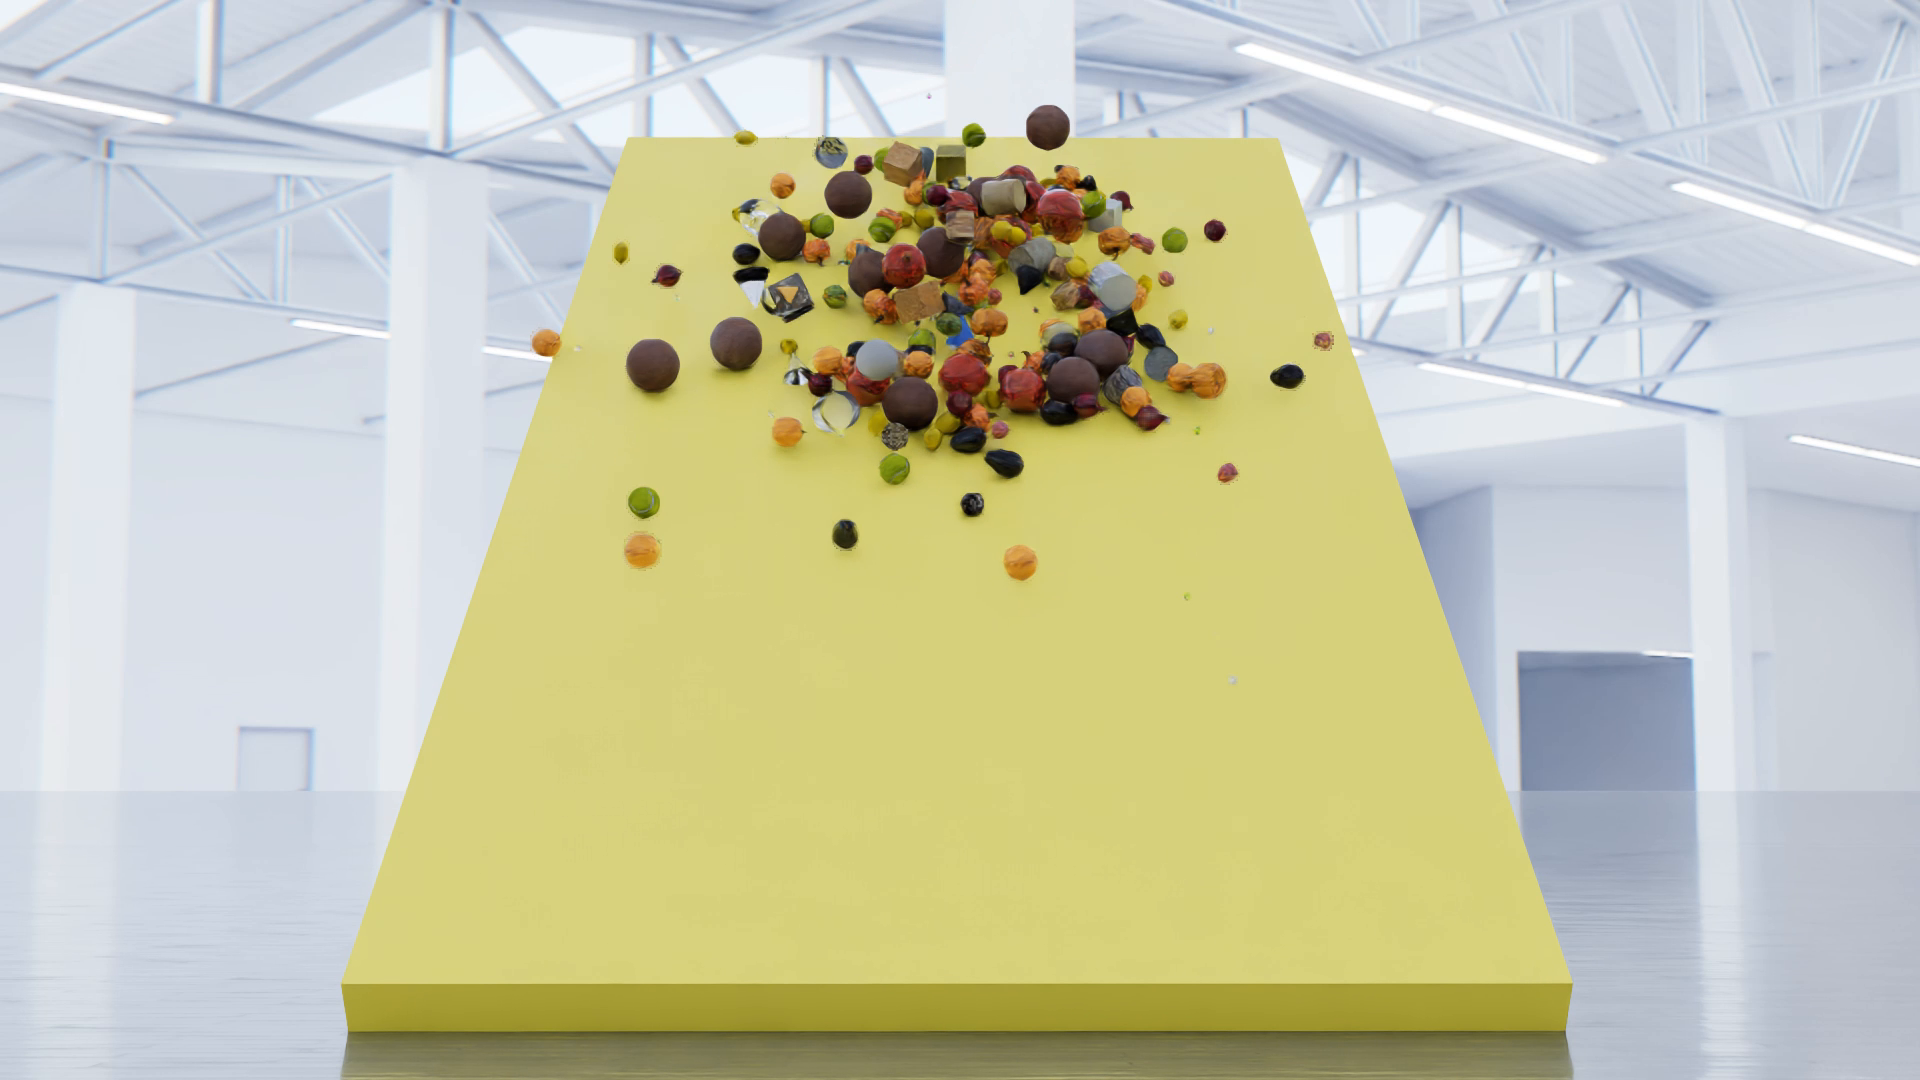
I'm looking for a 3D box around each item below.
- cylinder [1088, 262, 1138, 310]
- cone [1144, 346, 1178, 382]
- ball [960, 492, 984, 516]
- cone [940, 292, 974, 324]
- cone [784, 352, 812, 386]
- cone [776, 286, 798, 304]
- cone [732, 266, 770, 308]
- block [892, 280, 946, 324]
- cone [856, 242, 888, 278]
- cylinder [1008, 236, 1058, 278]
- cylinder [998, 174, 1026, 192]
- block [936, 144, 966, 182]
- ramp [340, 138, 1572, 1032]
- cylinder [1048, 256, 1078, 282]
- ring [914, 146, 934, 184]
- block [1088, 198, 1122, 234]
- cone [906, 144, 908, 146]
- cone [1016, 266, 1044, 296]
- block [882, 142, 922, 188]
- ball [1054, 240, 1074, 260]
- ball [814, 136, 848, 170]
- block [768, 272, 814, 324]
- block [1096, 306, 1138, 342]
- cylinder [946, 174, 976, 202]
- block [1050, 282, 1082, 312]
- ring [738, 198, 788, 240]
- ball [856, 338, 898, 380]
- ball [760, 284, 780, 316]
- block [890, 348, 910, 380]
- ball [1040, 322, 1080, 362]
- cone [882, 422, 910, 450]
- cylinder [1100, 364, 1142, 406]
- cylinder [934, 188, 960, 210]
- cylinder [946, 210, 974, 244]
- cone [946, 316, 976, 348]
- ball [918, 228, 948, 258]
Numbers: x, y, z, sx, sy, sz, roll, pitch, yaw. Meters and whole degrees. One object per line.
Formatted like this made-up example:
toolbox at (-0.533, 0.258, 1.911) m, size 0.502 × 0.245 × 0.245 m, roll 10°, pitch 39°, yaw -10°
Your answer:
cylinder at (0.367, -0.610, 5.775) m, size 0.092 × 0.092 × 0.092 m, roll 2°, pitch 24°, yaw -18°
cone at (0.483, -0.435, 5.900) m, size 0.087 × 0.087 × 0.087 m, roll 1°, pitch 8°, yaw -11°
ball at (0.028, -0.079, 5.275) m, size 0.052 × 0.052 × 0.052 m, roll 0°, pitch -6°, yaw 0°
cone at (-0.001, -0.589, 6.130) m, size 0.083 × 0.083 × 0.083 m, roll 3°, pitch -6°, yaw -16°
cone at (-0.399, -0.425, 5.836) m, size 0.072 × 0.072 × 0.072 m, roll -10°, pitch -30°, yaw -6°
cone at (-0.431, -0.614, 5.933) m, size 0.050 × 0.050 × 0.050 m, roll 25°, pitch -10°, yaw -8°
cone at (-0.512, -0.616, 5.959) m, size 0.096 × 0.096 × 0.096 m, roll -9°, pitch -10°, yaw -2°
block at (-0.103, -0.602, 6.073) m, size 0.082 × 0.082 × 0.082 m, roll -10°, pitch 11°, yaw 40°
cone at (-0.255, -0.765, 6.423) m, size 0.088 × 0.088 × 0.088 m, roll -5°, pitch -47°, yaw 43°
cylinder at (0.195, -0.754, 6.436) m, size 0.093 × 0.093 × 0.093 m, roll -6°, pitch 17°, yaw 46°
cylinder at (0.140, -0.952, 6.567) m, size 0.076 × 0.076 × 0.076 m, roll 2°, pitch -7°, yaw 0°
block at (-0.026, -1.107, 7.069) m, size 0.084 × 0.084 × 0.084 m, roll 1°, pitch 33°, yaw 1°
ramp at (-0.012, -0.215, 5.672) m, size 2.000 × 0.100 × 4.000 m, roll 0°, pitch 29°, yaw 0°
cylinder at (0.275, -0.722, 6.412) m, size 0.063 × 0.063 × 0.063 m, roll 15°, pitch 1°, yaw 24°
ring at (-0.111, -1.095, 7.030) m, size 0.038 × 0.115 × 0.115 m, roll 19°, pitch -11°, yaw -17°
block at (0.407, -0.907, 6.731) m, size 0.074 × 0.074 × 0.074 m, roll 11°, pitch 31°, yaw 18°
cone at (-0.151, -1.120, 7.133) m, size 0.075 × 0.075 × 0.075 m, roll 44°, pitch 16°, yaw 26°
cone at (0.173, -0.671, 6.349) m, size 0.076 × 0.076 × 0.076 m, roll 15°, pitch -31°, yaw 10°
block at (-0.158, -1.031, 6.610) m, size 0.079 × 0.079 × 0.079 m, roll 22°, pitch -27°, yaw 14°
ball at (0.271, -0.768, 6.482) m, size 0.075 × 0.075 × 0.075 m, roll 0°, pitch -6°, yaw 0°
ball at (-0.351, -1.056, 6.557) m, size 0.090 × 0.090 × 0.090 m, roll 0°, pitch -6°, yaw 0°
block at (-0.420, -0.604, 6.005) m, size 0.084 × 0.084 × 0.084 m, roll -27°, pitch -5°, yaw -4°
block at (0.393, -0.550, 6.015) m, size 0.069 × 0.069 × 0.069 m, roll -29°, pitch 34°, yaw -13°
cylinder at (0.003, -0.994, 6.782) m, size 0.060 × 0.060 × 0.060 m, roll -31°, pitch -4°, yaw -4°
block at (0.274, -0.629, 6.218) m, size 0.051 × 0.051 × 0.051 m, roll -8°, pitch -55°, yaw 52°
ring at (-0.541, -0.883, 6.624) m, size 0.147 × 0.049 × 0.147 m, roll 16°, pitch -29°, yaw 9°
ball at (-0.191, -0.414, 5.529) m, size 0.096 × 0.096 × 0.096 m, roll 0°, pitch -6°, yaw 0°
ball at (-0.471, -0.619, 6.202) m, size 0.084 × 0.084 × 0.084 m, roll 0°, pitch -6°, yaw 0°
block at (-0.160, -0.430, 5.897) m, size 0.054 × 0.054 × 0.054 m, roll -25°, pitch 38°, yaw -38°
ball at (0.249, -0.489, 5.959) m, size 0.099 × 0.099 × 0.099 m, roll 0°, pitch -6°, yaw 0°
cone at (-0.156, -0.243, 5.584) m, size 0.065 × 0.065 × 0.065 m, roll 1°, pitch 5°, yaw -11°
cylinder at (0.385, -0.369, 5.731) m, size 0.070 × 0.070 × 0.070 m, roll 6°, pitch -42°, yaw -47°
cylinder at (-0.037, -0.975, 6.864) m, size 0.057 × 0.057 × 0.057 m, roll -13°, pitch -1°, yaw -21°
cylinder at (0.001, -0.794, 6.093) m, size 0.070 × 0.070 × 0.070 m, roll -3°, pitch -5°, yaw 0°
cone at (0.004, -0.534, 6.059) m, size 0.077 × 0.077 × 0.077 m, roll 1°, pitch 28°, yaw -1°
ball at (-0.073, -0.811, 6.550) m, size 0.080 × 0.080 × 0.080 m, roll 0°, pitch -6°, yaw 0°
